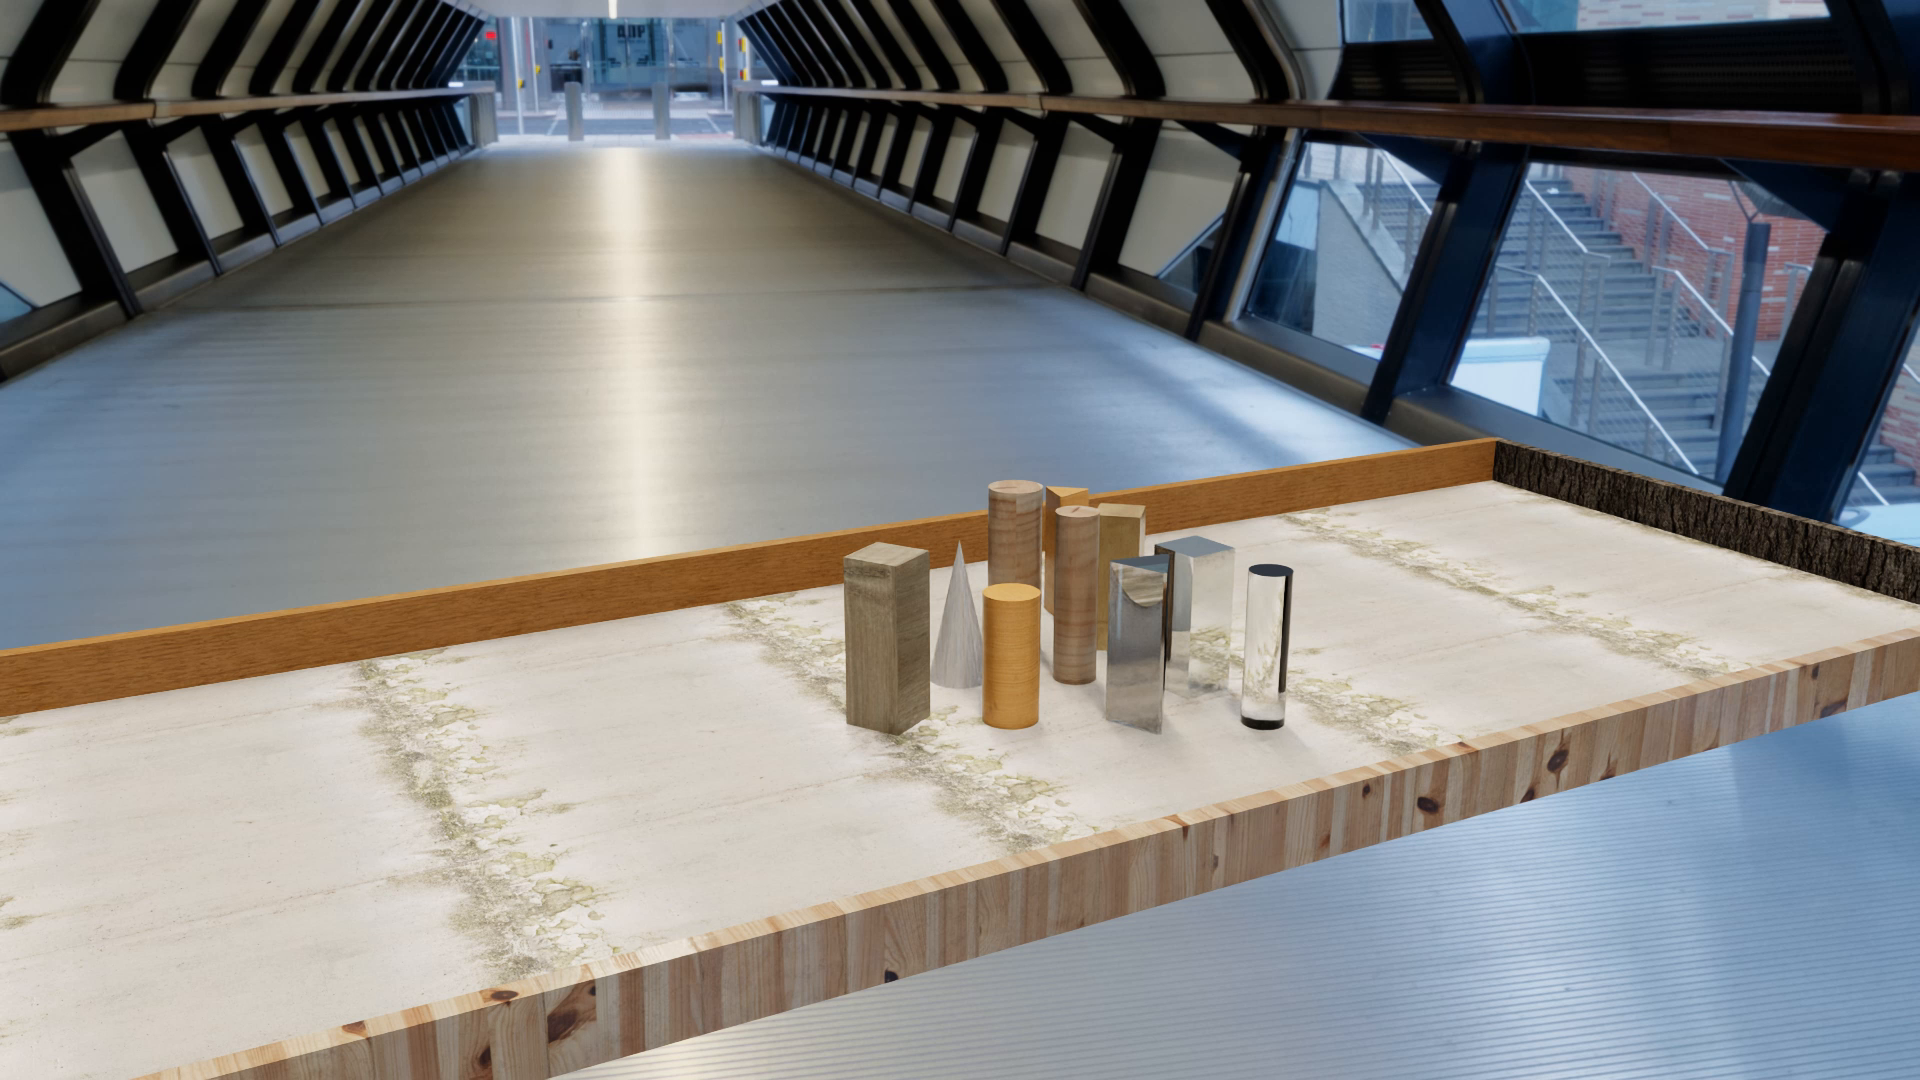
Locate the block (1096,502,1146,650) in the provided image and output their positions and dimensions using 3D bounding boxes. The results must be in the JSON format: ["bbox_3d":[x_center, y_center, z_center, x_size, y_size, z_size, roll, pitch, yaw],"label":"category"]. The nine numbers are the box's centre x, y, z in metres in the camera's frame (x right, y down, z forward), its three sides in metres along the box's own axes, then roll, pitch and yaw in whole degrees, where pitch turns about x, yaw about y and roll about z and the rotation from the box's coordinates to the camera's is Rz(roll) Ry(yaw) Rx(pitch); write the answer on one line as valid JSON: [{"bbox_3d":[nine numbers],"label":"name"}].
[{"bbox_3d":[0.418,0.100,4.359,0.121,0.370,0.121,4,17,12],"label":"block"}]

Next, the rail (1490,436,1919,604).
[{"bbox_3d":[2.466,-0.048,5.253,0.050,0.150,2.100,-9,18,-27],"label":"rail"}]

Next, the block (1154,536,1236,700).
[{"bbox_3d":[0.572,0.189,4.068,0.138,0.363,0.138,-11,20,-34],"label":"block"}]

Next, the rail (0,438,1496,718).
[{"bbox_3d":[-3.305,0.497,3.399,12.000,0.150,0.050,-9,18,-27],"label":"rail"}]

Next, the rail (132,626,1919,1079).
[{"bbox_3d":[-2.336,1.006,1.665,12.000,0.150,0.050,-9,18,-27],"label":"rail"}]

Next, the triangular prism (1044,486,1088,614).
[{"bbox_3d":[0.279,0.031,4.617,0.103,0.356,0.118,15,22,40],"label":"triangular prism"}]

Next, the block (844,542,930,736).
[{"bbox_3d":[-0.168,0.229,3.849,0.144,0.410,0.144,9,19,29],"label":"block"}]

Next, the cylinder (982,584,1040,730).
[{"bbox_3d":[0.120,0.272,3.868,0.135,0.316,0.135,0,16,0],"label":"cylinder"}]

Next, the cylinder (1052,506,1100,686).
[{"bbox_3d":[0.290,0.138,4.113,0.110,0.435,0.110,0,16,0],"label":"cylinder"}]

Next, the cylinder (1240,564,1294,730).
[{"bbox_3d":[0.714,0.249,3.841,0.103,0.375,0.103,0,16,0],"label":"cylinder"}]

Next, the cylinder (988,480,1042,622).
[{"bbox_3d":[0.143,0.074,4.317,0.142,0.442,0.142,0,16,0],"label":"cylinder"}]

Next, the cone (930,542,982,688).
[{"bbox_3d":[-0.001,0.173,4.122,0.157,0.364,0.157,0,16,0],"label":"cone"}]

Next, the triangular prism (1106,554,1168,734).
[{"bbox_3d":[0.445,0.235,3.858,0.152,0.393,0.132,13,21,37],"label":"triangular prism"}]
